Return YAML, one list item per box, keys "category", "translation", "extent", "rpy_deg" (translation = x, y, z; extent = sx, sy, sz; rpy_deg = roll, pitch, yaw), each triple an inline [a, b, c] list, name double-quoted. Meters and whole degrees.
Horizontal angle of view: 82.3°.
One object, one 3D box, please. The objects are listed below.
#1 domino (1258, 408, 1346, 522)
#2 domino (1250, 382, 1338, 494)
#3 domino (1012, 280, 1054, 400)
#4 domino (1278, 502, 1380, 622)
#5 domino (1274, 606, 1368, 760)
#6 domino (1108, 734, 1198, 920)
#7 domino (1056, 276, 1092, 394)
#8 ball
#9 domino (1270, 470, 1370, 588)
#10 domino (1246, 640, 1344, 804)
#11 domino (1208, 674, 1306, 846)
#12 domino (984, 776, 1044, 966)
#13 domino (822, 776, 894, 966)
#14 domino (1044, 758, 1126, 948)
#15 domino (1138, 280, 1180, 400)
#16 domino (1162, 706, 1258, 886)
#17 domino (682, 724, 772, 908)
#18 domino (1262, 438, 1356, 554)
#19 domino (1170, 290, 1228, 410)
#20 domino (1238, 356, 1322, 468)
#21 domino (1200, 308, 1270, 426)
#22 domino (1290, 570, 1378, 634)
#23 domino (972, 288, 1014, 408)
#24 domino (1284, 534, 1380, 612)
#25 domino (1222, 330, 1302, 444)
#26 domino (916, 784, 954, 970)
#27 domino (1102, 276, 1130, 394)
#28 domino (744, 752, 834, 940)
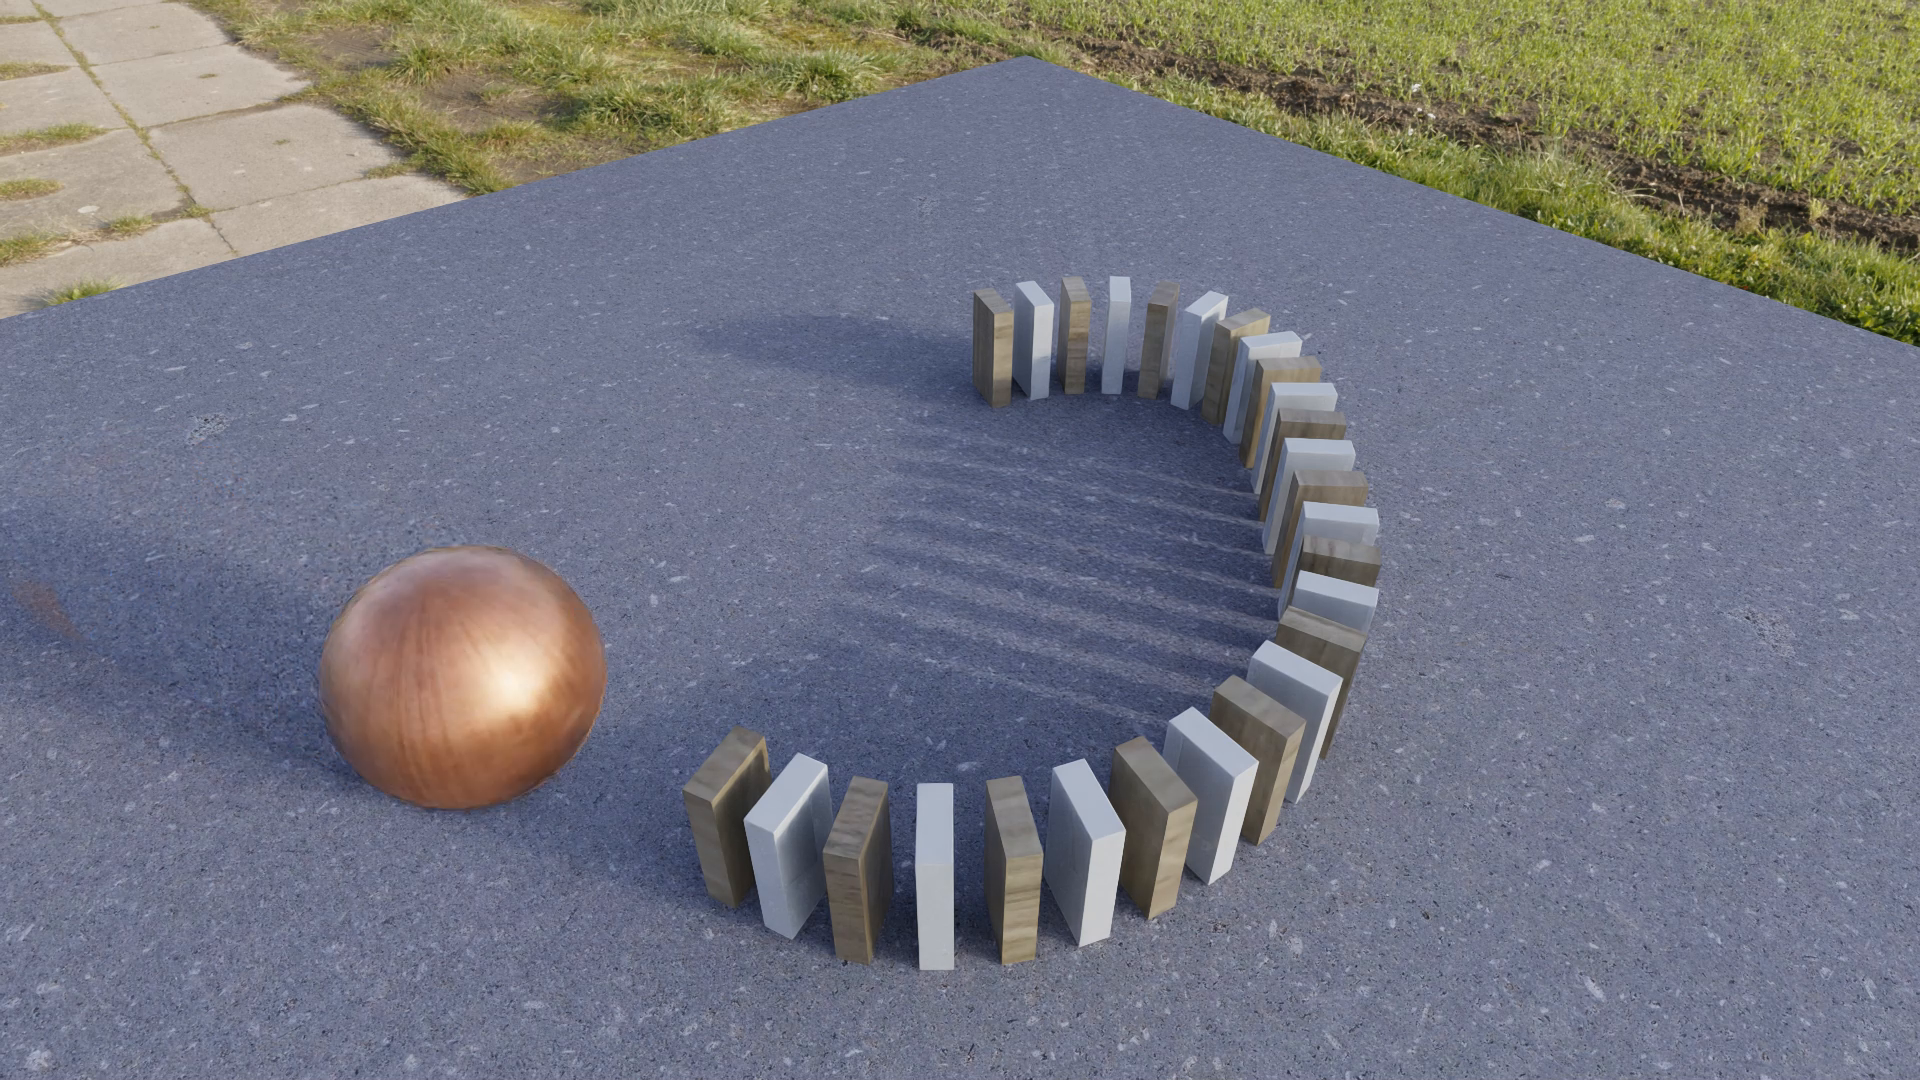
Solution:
- category: "domino"
  translation: [0.138, -0.029, 0.447]
  extent: [0.025, 0.050, 0.009]
  rpy_deg: [4, 40, 5]
- category: "domino"
  translation: [0.140, -0.042, 0.463]
  extent: [0.025, 0.050, 0.010]
  rpy_deg: [1, 39, 1]
- category: "domino"
  translation: [0.035, -0.096, 0.528]
  extent: [0.010, 0.050, 0.025]
  rpy_deg: [-12, 41, -14]
- category: "domino"
  translation: [0.133, 0.010, 0.399]
  extent: [0.025, 0.050, 0.009]
  rpy_deg: [6, 40, 8]
- category: "domino"
  translation: [0.112, 0.047, 0.355]
  extent: [0.025, 0.050, 0.009]
  rpy_deg: [21, 44, 24]
- category: "domino"
  translation: [0.053, 0.082, 0.311]
  extent: [0.009, 0.050, 0.025]
  rpy_deg: [-19, 43, -21]
- category: "domino"
  translation: [0.055, -0.099, 0.532]
  extent: [0.010, 0.050, 0.025]
  rpy_deg: [-4, 39, -4]
- category: "ball"
  translation: [-0.151, 0.041, 0.337]
  extent: [0.080, 0.080, 0.080]
  rpy_deg: [0, 39, 0]
- category: "domino"
  translation: [0.135, -0.003, 0.415]
  extent: [0.025, 0.050, 0.009]
  rpy_deg: [2, 39, 2]
- category: "domino"
  translation: [0.100, 0.057, 0.342]
  extent: [0.025, 0.050, 0.009]
  rpy_deg: [28, 47, 30]
- category: "domino"
  translation: [0.086, 0.067, 0.330]
  extent: [0.010, 0.050, 0.025]
  rpy_deg: [-31, 48, -32]
- category: "domino"
  translation: [0.014, 0.091, 0.301]
  extent: [0.009, 0.050, 0.025]
  rpy_deg: [-7, 40, -8]
- category: "domino"
  translation: [-0.027, 0.091, 0.301]
  extent: [0.009, 0.050, 0.025]
  rpy_deg: [9, 40, 11]
- category: "domino"
  translation: [0.034, 0.087, 0.305]
  extent: [0.010, 0.050, 0.025]
  rpy_deg: [-13, 41, -16]
- category: "domino"
  translation: [0.095, -0.096, 0.528]
  extent: [0.009, 0.050, 0.025]
  rpy_deg: [14, 41, 16]
- category: "domino"
  translation: [0.070, 0.075, 0.320]
  extent: [0.010, 0.050, 0.025]
  rpy_deg: [-25, 45, -27]
- category: "domino"
  translation: [-0.064, 0.080, 0.314]
  extent: [0.009, 0.050, 0.025]
  rpy_deg: [17, 42, 20]
- category: "domino"
  translation: [0.136, -0.016, 0.431]
  extent: [0.025, 0.050, 0.009]
  rpy_deg: [3, 39, 4]
- category: "domino"
  translation: [0.113, -0.089, 0.521]
  extent: [0.009, 0.050, 0.025]
  rpy_deg: [26, 46, 29]
- category: "domino"
  translation: [0.139, -0.055, 0.479]
  extent: [0.025, 0.050, 0.009]
  rpy_deg: [-4, 39, -4]
- category: "domino"
  translation: [0.127, -0.080, 0.509]
  extent: [0.025, 0.050, 0.009]
  rpy_deg: [-24, 45, -26]
- category: "domino"
  translation: [0.121, 0.035, 0.369]
  extent: [0.025, 0.050, 0.010]
  rpy_deg: [15, 42, 17]
- category: "domino"
  translation: [0.015, -0.091, 0.522]
  extent: [0.009, 0.050, 0.025]
  rpy_deg: [-14, 41, -17]
- category: "domino"
  translation: [0.128, 0.023, 0.384]
  extent: [0.025, 0.050, 0.009]
  rpy_deg: [11, 41, 13]
- category: "domino"
  translation: [0.135, -0.068, 0.495]
  extent: [0.025, 0.050, 0.009]
  rpy_deg: [-9, 40, -11]
- category: "domino"
  translation: [-0.007, 0.092, 0.299]
  extent: [0.010, 0.050, 0.025]
  rpy_deg: [0, 39, 0]
- category: "domino"
  translation: [0.075, -0.099, 0.532]
  extent: [0.009, 0.050, 0.025]
  rpy_deg: [4, 39, 4]
- category: "domino"
  translation: [-0.046, 0.086, 0.307]
  extent: [0.010, 0.050, 0.025]
  rpy_deg: [18, 43, 21]
